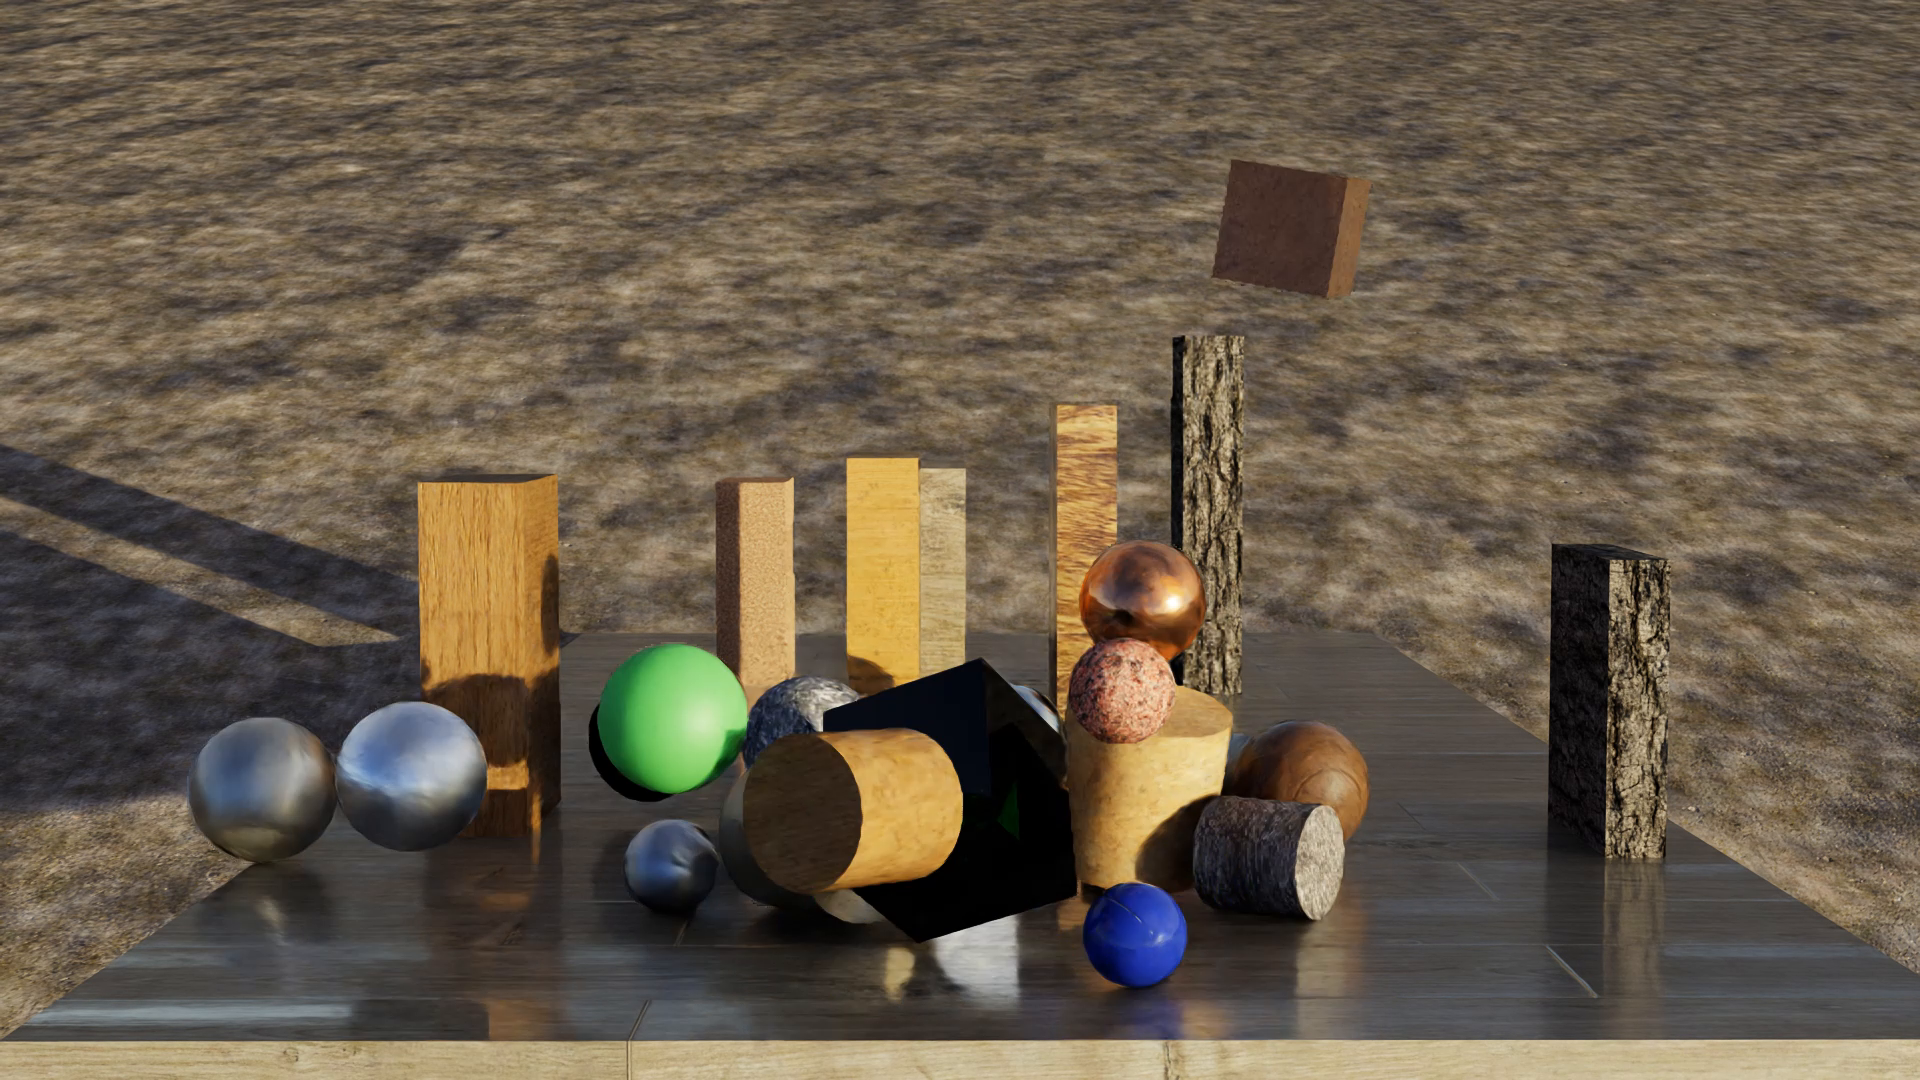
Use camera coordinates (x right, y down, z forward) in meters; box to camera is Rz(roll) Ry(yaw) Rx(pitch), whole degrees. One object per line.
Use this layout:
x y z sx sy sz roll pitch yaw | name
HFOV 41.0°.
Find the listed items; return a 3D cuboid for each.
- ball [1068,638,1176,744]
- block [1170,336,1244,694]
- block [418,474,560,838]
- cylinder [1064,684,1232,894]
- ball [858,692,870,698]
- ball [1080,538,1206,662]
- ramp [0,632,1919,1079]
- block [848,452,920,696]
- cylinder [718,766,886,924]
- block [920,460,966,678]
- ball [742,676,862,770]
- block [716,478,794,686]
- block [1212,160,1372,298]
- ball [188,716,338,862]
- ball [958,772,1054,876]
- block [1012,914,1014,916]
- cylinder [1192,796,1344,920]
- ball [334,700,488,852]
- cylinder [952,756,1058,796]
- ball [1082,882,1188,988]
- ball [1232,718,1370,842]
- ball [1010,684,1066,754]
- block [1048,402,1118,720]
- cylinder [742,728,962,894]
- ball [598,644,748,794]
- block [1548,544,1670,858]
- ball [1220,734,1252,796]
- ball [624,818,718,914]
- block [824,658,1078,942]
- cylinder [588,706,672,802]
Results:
0.180 0.167 2.846 0.119 0.119 0.119 0 20 0 | ball
0.517 -0.058 5.394 0.123 0.735 0.277 0 4 0 | block
-0.690 0.161 3.792 0.148 0.505 0.313 0 4 0 | block
0.226 0.308 3.251 0.209 0.209 0.209 7 17 -2 | cylinder
-0.162 0.319 3.687 0.203 0.203 0.203 0 20 0 | ball
0.229 0.078 3.221 0.160 0.160 0.160 0 20 0 | ball
0.046 0.416 4.535 2.000 0.100 4.000 0 4 0 | ramp
-0.114 0.136 3.944 0.104 0.534 0.335 0 4 0 | block
-0.163 0.358 3.100 0.189 0.189 0.189 -14 7 -34 | cylinder
-0.035 0.129 4.254 0.087 0.509 0.387 0 4 0 | block
-0.200 0.274 3.442 0.185 0.185 0.185 0 20 0 | ball
-0.441 0.085 5.548 0.146 0.430 0.278 0 4 0 | block
0.327 -0.306 2.522 0.115 0.115 0.115 12 10 18 | block
-0.939 0.337 3.465 0.197 0.197 0.197 0 20 0 | ball
0.049 0.364 3.345 0.157 0.157 0.157 0 20 0 | ball
-0.007 0.397 3.141 0.110 0.110 0.110 2 2 -30 | block
0.377 0.387 3.135 0.138 0.138 0.138 2 18 33 | cylinder
-0.666 0.287 3.117 0.182 0.182 0.182 0 20 0 | ball
0.068 0.358 3.644 0.129 0.129 0.129 2 18 29 | cylinder
0.188 0.424 2.757 0.113 0.113 0.113 0 20 0 | ball
0.465 0.338 3.502 0.188 0.188 0.188 0 20 0 | ball
0.060 0.240 3.076 0.137 0.137 0.137 0 20 0 | ball
0.220 0.055 4.646 0.103 0.605 0.394 0 4 0 | block
-0.111 0.279 2.663 0.162 0.162 0.162 16 8 37 | cylinder
-0.304 0.189 2.715 0.159 0.159 0.159 0 20 0 | ball
0.919 0.219 3.650 0.083 0.406 0.338 0 4 0 | block
0.415 0.350 3.870 0.116 0.116 0.116 0 20 0 | ball
-0.354 0.398 3.138 0.115 0.115 0.115 0 20 0 | ball
-0.012 0.295 2.883 0.204 0.204 0.204 -20 51 21 | block
-0.442 0.286 3.892 0.178 0.178 0.178 8 14 20 | cylinder
